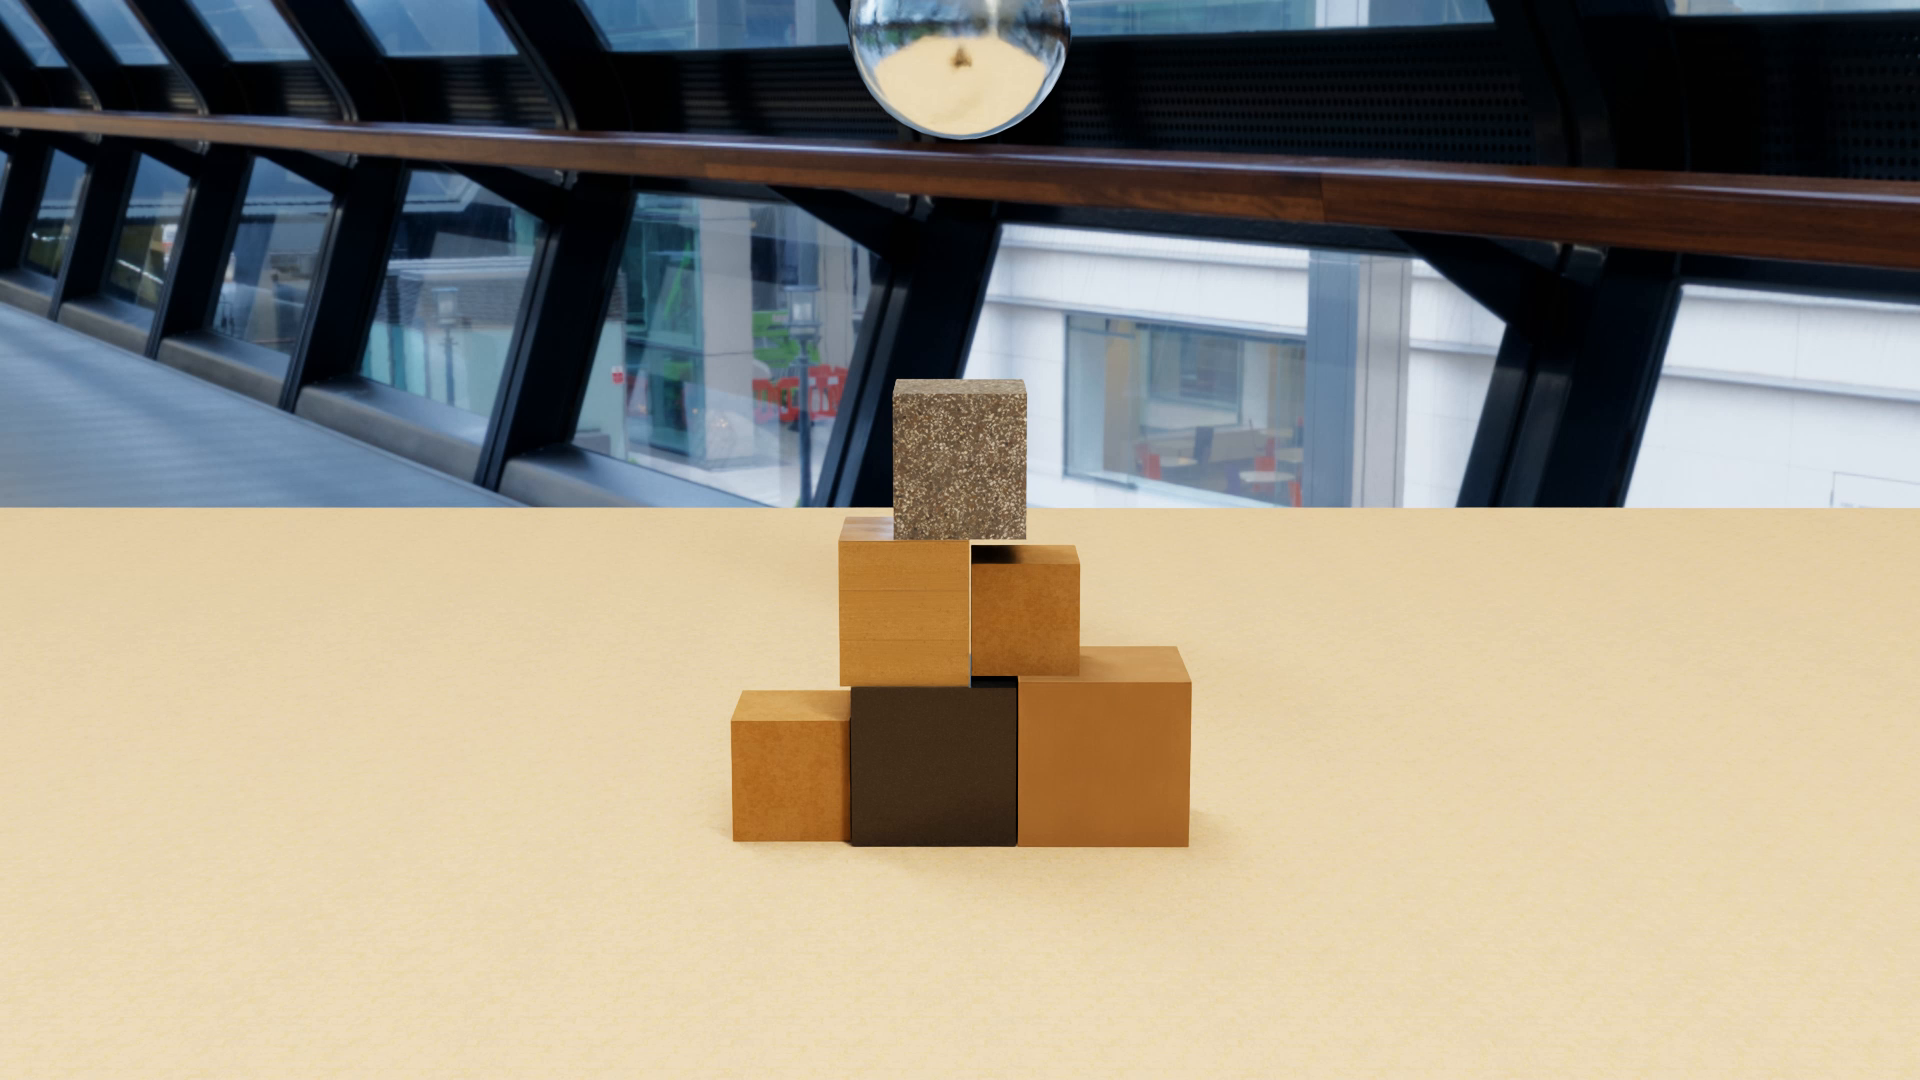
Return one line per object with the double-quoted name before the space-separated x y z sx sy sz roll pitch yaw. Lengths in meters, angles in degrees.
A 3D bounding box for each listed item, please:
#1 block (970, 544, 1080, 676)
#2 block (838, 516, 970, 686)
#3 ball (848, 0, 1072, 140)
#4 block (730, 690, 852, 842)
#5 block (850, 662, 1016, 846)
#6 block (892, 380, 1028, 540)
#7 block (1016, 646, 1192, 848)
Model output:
"block" 0.328 0.354 11.250 0.542 0.572 0.525 0 10 0
"block" -0.276 0.303 11.239 0.646 0.738 0.711 0 10 0
"ball" 0.000 -3.677 15.751 1.600 1.600 1.600 0 10 0
"block" -0.853 1.163 11.402 0.598 0.633 0.624 0 10 0
"block" -0.131 1.074 11.361 0.824 0.822 0.745 0 10 0
"block" 0.000 -0.417 11.115 0.656 0.724 0.660 0 10 0
"block" 0.721 1.055 11.378 0.861 0.854 0.793 0 10 0
